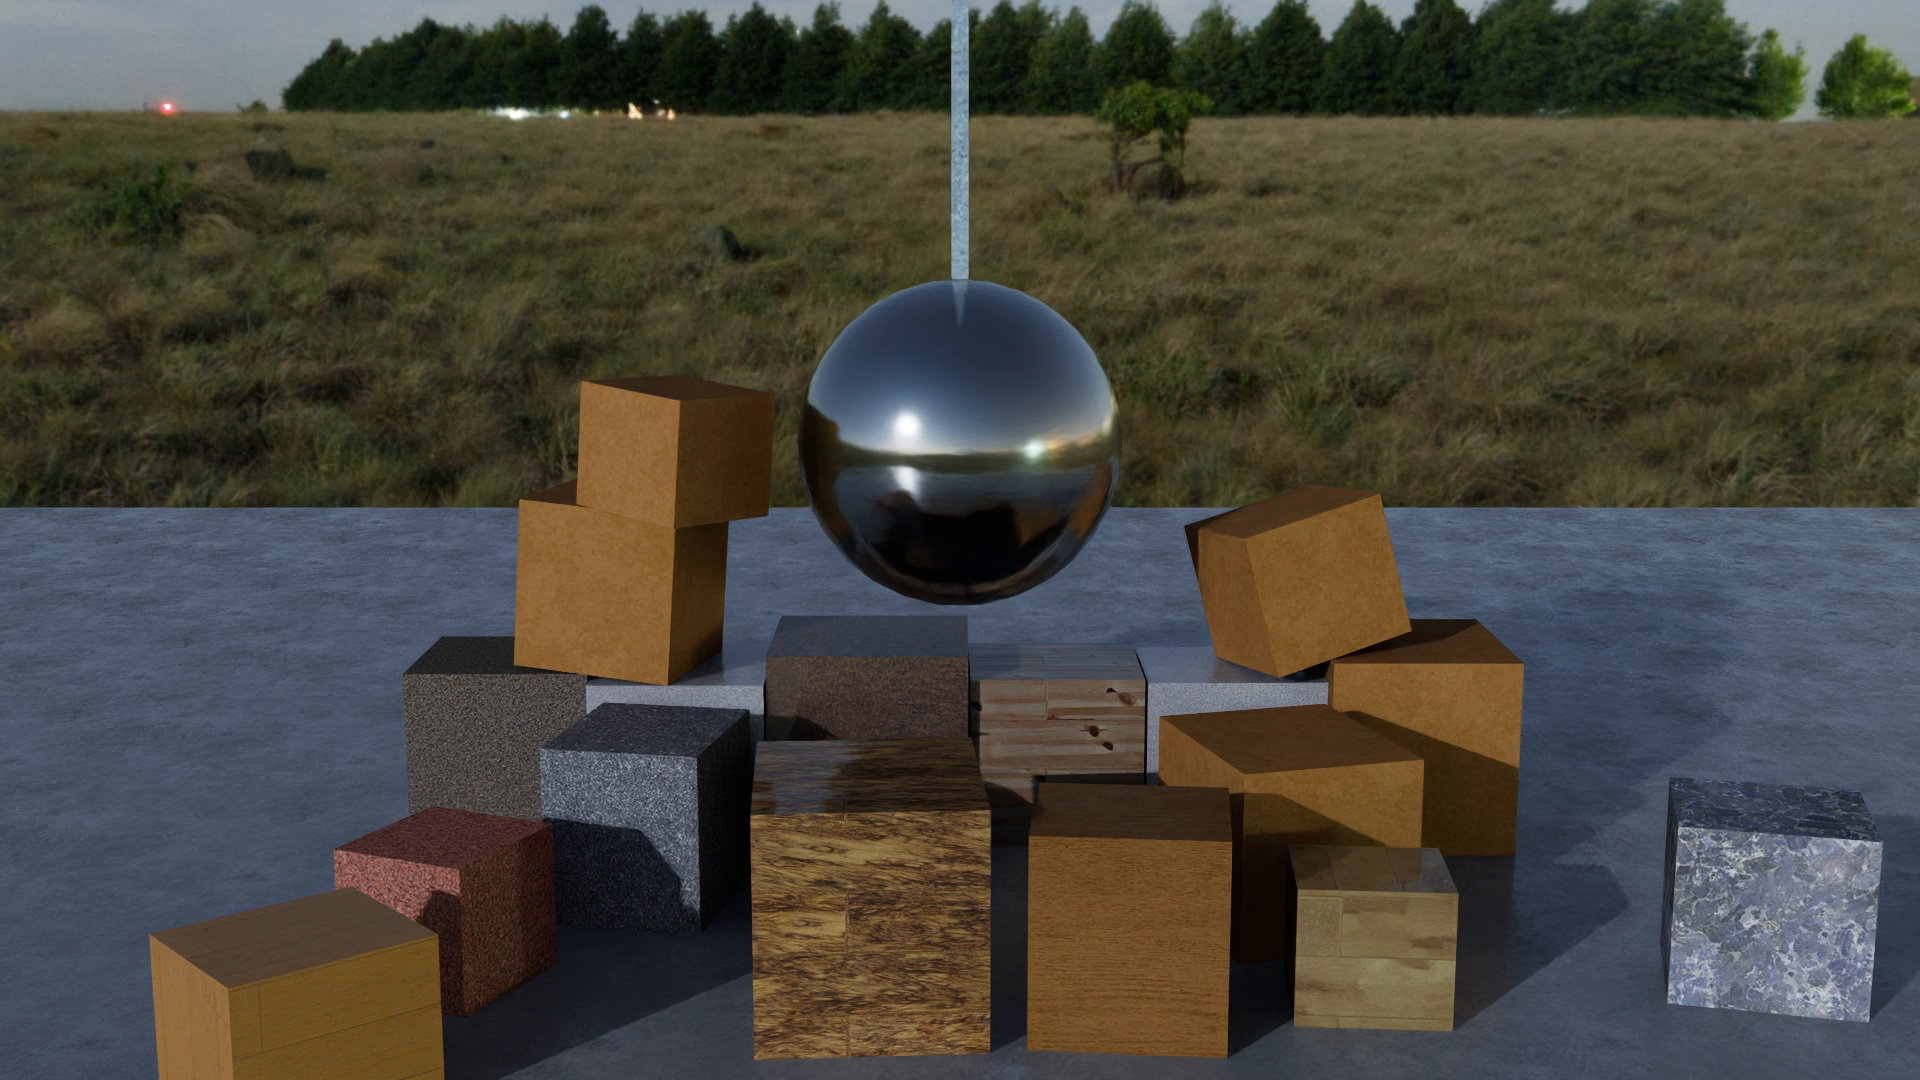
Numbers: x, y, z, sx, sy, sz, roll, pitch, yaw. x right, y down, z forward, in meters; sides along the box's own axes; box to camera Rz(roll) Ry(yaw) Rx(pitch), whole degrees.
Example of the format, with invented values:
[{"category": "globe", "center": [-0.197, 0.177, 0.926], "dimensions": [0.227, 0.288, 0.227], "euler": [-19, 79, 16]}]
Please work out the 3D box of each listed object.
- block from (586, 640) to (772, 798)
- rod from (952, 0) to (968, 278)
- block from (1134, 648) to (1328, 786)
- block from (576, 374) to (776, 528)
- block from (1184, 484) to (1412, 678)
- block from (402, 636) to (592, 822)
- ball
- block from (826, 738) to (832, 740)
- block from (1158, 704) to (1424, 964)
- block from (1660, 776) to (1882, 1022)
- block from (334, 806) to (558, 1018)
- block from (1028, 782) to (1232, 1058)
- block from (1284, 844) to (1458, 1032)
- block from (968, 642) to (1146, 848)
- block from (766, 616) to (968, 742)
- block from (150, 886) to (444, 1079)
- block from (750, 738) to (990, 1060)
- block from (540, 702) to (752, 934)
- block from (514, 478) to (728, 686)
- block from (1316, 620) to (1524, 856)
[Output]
[{"category": "block", "center": [-1.401, 1.051, 11.364], "dimensions": [0.870, 0.866, 1.006], "euler": [0, 10, 0]}, {"category": "rod", "center": [0.000, -3.848, 10.351], "dimensions": [0.080, 5.200, 0.080], "euler": [0, 8, 0]}, {"category": "block", "center": [1.378, 1.058, 11.371], "dimensions": [0.895, 0.851, 0.788], "euler": [0, 10, 0]}, {"category": "block", "center": [-1.391, -0.446, 10.757], "dimensions": [0.692, 0.608, 0.636], "euler": [13, 14, 38]}, {"category": "block", "center": [1.703, 0.191, 11.149], "dimensions": [0.755, 0.715, 0.732], "euler": [-18, 10, -16]}, {"category": "block", "center": [-2.303, 1.031, 11.379], "dimensions": [0.913, 0.900, 0.846], "euler": [0, 10, 0]}, {"category": "ball", "center": [0.000, -0.477, 10.795], "dimensions": [1.600, 1.600, 1.600], "euler": [0, 10, 0]}, {"category": "block", "center": [-0.553, 1.325, 10.373], "dimensions": [0.561, 0.524, 0.520], "euler": [21, 14, 18]}, {"category": "block", "center": [1.478, 1.307, 10.013], "dimensions": [0.845, 0.846, 1.005], "euler": [-3, 11, -16]}, {"category": "block", "center": [3.385, 1.491, 9.245], "dimensions": [0.775, 0.758, 0.735], "euler": [3, 11, 15]}, {"category": "block", "center": [-2.159, 1.551, 9.277], "dimensions": [0.629, 0.628, 0.655], "euler": [5, 11, 24]}, {"category": "block", "center": [0.685, 1.508, 8.829], "dimensions": [0.777, 0.874, 0.716], "euler": [1, 10, 6]}, {"category": "block", "center": [1.675, 1.623, 9.030], "dimensions": [0.629, 0.575, 0.568], "euler": [1, 10, 4]}, {"category": "block", "center": [0.482, 1.048, 11.378], "dimensions": [0.868, 0.867, 0.815], "euler": [0, 10, -1]}, {"category": "block", "center": [-0.457, 0.983, 11.357], "dimensions": [0.994, 1.003, 0.958], "euler": [0, 10, 0]}, {"category": "block", "center": [-2.432, 1.758, 8.082], "dimensions": [0.792, 0.650, 0.698], "euler": [-9, 14, -40]}, {"category": "block", "center": [-0.373, 1.428, 8.956], "dimensions": [0.914, 0.985, 1.036], "euler": [-1, 10, -4]}, {"category": "block", "center": [-1.443, 1.276, 10.249], "dimensions": [0.731, 0.822, 0.842], "euler": [2, 10, 10]}, {"category": "block", "center": [-1.706, 0.189, 11.172], "dimensions": [0.814, 0.840, 0.797], "euler": [7, 11, 12]}, {"category": "block", "center": [2.295, 0.996, 11.343], "dimensions": [0.928, 0.981, 1.016], "euler": [0, 10, 0]}]
